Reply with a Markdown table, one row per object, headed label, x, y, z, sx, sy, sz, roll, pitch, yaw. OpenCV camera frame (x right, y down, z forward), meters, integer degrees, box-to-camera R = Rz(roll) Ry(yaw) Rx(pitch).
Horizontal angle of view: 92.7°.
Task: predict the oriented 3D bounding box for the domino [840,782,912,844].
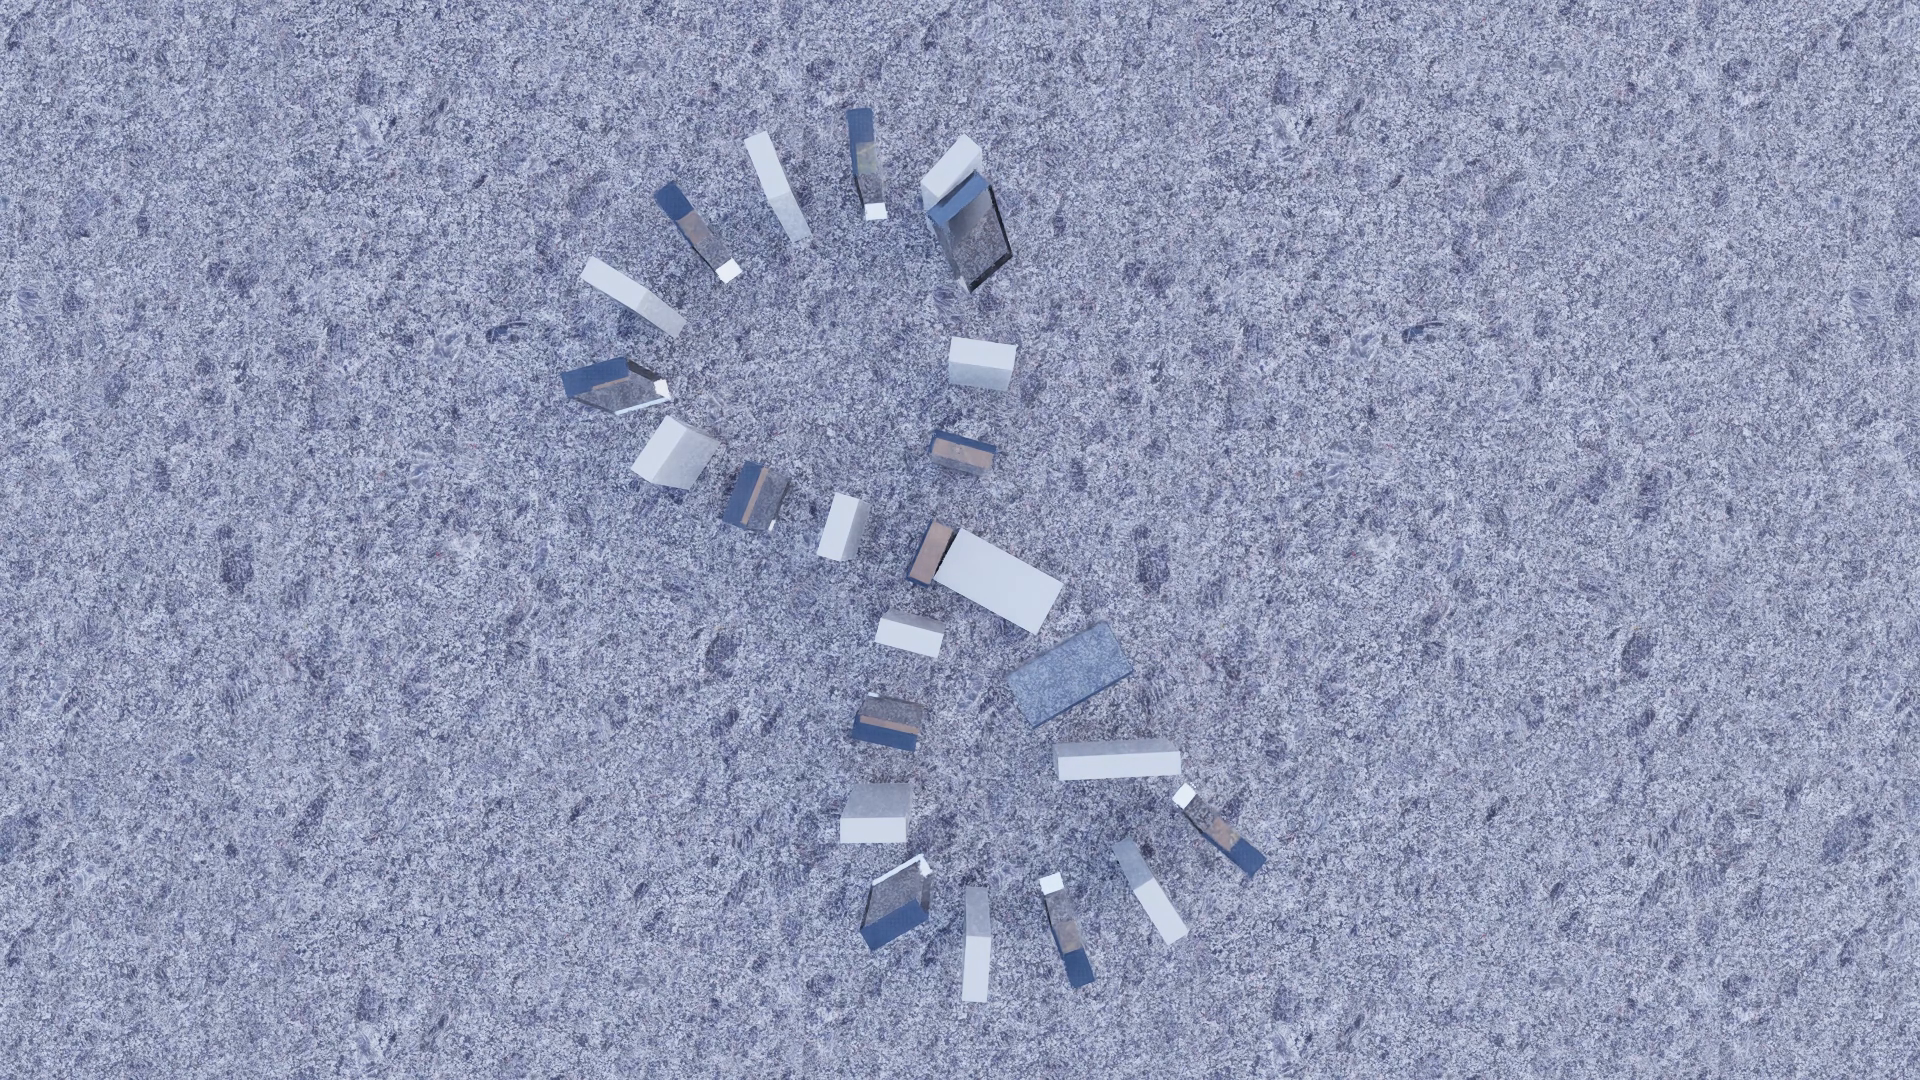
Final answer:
| label | x | y | z | sx | sy | sz | roll | pitch | yaw |
| --- | --- | --- | --- | --- | --- | --- | --- | --- | --- |
| domino | -0.033 | 0.111 | 0.375 | 0.025 | 0.050 | 0.009 | -1 | 90 | 0 |

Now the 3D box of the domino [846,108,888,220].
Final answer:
| label | x | y | z | sx | sy | sz | roll | pitch | yaw |
| --- | --- | --- | --- | --- | --- | --- | --- | --- | --- |
| domino | -0.037 | -0.153 | 0.375 | 0.010 | 0.050 | 0.025 | -5 | 90 | 0 |

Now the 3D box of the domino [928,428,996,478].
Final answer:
| label | x | y | z | sx | sy | sz | roll | pitch | yaw |
| --- | --- | --- | --- | --- | --- | --- | --- | --- | --- |
| domino | 0.001 | -0.035 | 0.375 | 0.025 | 0.050 | 0.009 | 16 | 90 | 0 |

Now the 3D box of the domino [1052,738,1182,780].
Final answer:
| label | x | y | z | sx | sy | sz | roll | pitch | yaw |
| --- | --- | --- | --- | --- | --- | --- | --- | --- | --- |
| domino | 0.065 | 0.092 | 0.388 | 0.050 | 0.025 | 0.009 | -3 | 90 | 0 |

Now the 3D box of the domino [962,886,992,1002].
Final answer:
| label | x | y | z | sx | sy | sz | roll | pitch | yaw |
| --- | --- | --- | --- | --- | --- | --- | --- | --- | --- |
| domino | 0.006 | 0.164 | 0.375 | 0.010 | 0.050 | 0.025 | 4 | 90 | 0 |

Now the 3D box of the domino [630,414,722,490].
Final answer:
| label | x | y | z | sx | sy | sz | roll | pitch | yaw |
| --- | --- | --- | --- | --- | --- | --- | --- | --- | --- |
| domino | -0.115 | -0.035 | 0.375 | 0.009 | 0.050 | 0.025 | 34 | 90 | 0 |

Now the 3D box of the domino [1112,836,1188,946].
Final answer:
| label | x | y | z | sx | sy | sz | roll | pitch | yaw |
| --- | --- | --- | --- | --- | --- | --- | --- | --- | --- |
| domino | 0.077 | 0.142 | 0.375 | 0.009 | 0.050 | 0.025 | -32 | 90 | 0 |

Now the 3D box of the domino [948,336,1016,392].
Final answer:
| label | x | y | z | sx | sy | sz | roll | pitch | yaw |
| --- | --- | --- | --- | --- | --- | --- | --- | --- | --- |
| domino | 0.009 | -0.071 | 0.375 | 0.025 | 0.050 | 0.009 | 8 | 90 | 0 |

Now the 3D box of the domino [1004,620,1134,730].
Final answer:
| label | x | y | z | sx | sy | sz | roll | pitch | yaw |
| --- | --- | --- | --- | --- | --- | --- | --- | --- | --- |
| domino | 0.047 | 0.058 | 0.395 | 0.050 | 0.010 | 0.025 | -29 | 90 | 0 |

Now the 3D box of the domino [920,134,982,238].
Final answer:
| label | x | y | z | sx | sy | sz | roll | pitch | yaw |
| --- | --- | --- | --- | --- | --- | --- | --- | --- | --- |
| domino | -0.003 | -0.143 | 0.375 | 0.009 | 0.050 | 0.025 | 42 | 90 | 2 |

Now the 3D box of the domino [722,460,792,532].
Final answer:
| label | x | y | z | sx | sy | sz | roll | pitch | yaw |
| --- | --- | --- | --- | --- | --- | --- | --- | --- | --- |
| domino | -0.082 | -0.017 | 0.375 | 0.009 | 0.050 | 0.025 | 22 | 90 | 0 |

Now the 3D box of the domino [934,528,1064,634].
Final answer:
| label | x | y | z | sx | sy | sz | roll | pitch | yaw |
| --- | --- | --- | --- | --- | --- | --- | --- | --- | --- |
| domino | 0.016 | 0.018 | 0.395 | 0.050 | 0.010 | 0.025 | 29 | 90 | 0 |

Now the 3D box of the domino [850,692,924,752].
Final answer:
| label | x | y | z | sx | sy | sz | roll | pitch | yaw |
| --- | --- | --- | --- | --- | --- | --- | --- | --- | --- |
| domino | -0.029 | 0.074 | 0.375 | 0.025 | 0.050 | 0.009 | 13 | 90 | 0 |

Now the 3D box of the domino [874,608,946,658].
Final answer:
| label | x | y | z | sx | sy | sz | roll | pitch | yaw |
| --- | --- | --- | --- | --- | --- | --- | --- | --- | --- |
| domino | -0.019 | 0.037 | 0.375 | 0.025 | 0.050 | 0.009 | 15 | 90 | 0 |

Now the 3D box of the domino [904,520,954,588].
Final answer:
| label | x | y | z | sx | sy | sz | roll | pitch | yaw |
| --- | --- | --- | --- | --- | --- | --- | --- | --- | --- |
| domino | -0.012 | 0.005 | 0.375 | 0.009 | 0.050 | 0.025 | 24 | 90 | 0 |

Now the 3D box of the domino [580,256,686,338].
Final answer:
| label | x | y | z | sx | sy | sz | roll | pitch | yaw |
| --- | --- | --- | --- | --- | --- | --- | --- | --- | --- |
| domino | -0.132 | -0.098 | 0.375 | 0.025 | 0.050 | 0.010 | 31 | 90 | 0 |

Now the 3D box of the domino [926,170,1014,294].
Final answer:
| label | x | y | z | sx | sy | sz | roll | pitch | yaw |
| --- | --- | --- | --- | --- | --- | --- | --- | --- | --- |
| domino | 0.005 | -0.125 | 0.375 | 0.025 | 0.050 | 0.010 | -41 | 70 | 0 |

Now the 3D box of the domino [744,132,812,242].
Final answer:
| label | x | y | z | sx | sy | sz | roll | pitch | yaw |
| --- | --- | --- | --- | --- | --- | --- | --- | --- | --- |
| domino | -0.074 | -0.143 | 0.375 | 0.009 | 0.050 | 0.025 | -22 | 90 | 0 |

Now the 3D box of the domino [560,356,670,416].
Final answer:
| label | x | y | z | sx | sy | sz | roll | pitch | yaw |
| --- | --- | --- | --- | --- | --- | --- | --- | --- | --- |
| domino | -0.139 | -0.062 | 0.375 | 0.025 | 0.050 | 0.010 | -16 | 90 | 0 |

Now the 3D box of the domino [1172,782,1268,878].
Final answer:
| label | x | y | z | sx | sy | sz | roll | pitch | yaw |
| --- | --- | --- | --- | --- | --- | --- | --- | --- | --- |
| domino | 0.105 | 0.117 | 0.375 | 0.025 | 0.050 | 0.010 | 40 | 90 | 0 |

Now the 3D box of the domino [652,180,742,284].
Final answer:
| label | x | y | z | sx | sy | sz | roll | pitch | yaw |
| --- | --- | --- | --- | --- | --- | --- | --- | --- | --- |
| domino | -0.106 | -0.125 | 0.375 | 0.009 | 0.050 | 0.025 | -36 | 90 | 0 |

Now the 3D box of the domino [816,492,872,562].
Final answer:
| label | x | y | z | sx | sy | sz | roll | pitch | yaw |
| --- | --- | --- | --- | --- | --- | --- | --- | --- | --- |
| domino | -0.047 | -0.005 | 0.375 | 0.009 | 0.050 | 0.025 | 17 | 90 | 0 |

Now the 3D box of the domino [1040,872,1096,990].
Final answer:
| label | x | y | z | sx | sy | sz | roll | pitch | yaw |
| --- | --- | --- | --- | --- | --- | --- | --- | --- | --- |
| domino | 0.043 | 0.158 | 0.375 | 0.009 | 0.050 | 0.025 | -20 | 90 | 0 |

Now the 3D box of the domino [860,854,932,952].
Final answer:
| label | x | y | z | sx | sy | sz | roll | pitch | yaw |
| --- | --- | --- | --- | --- | --- | --- | --- | --- | --- |
| domino | -0.025 | 0.147 | 0.375 | 0.025 | 0.050 | 0.010 | -30 | 90 | 0 |
